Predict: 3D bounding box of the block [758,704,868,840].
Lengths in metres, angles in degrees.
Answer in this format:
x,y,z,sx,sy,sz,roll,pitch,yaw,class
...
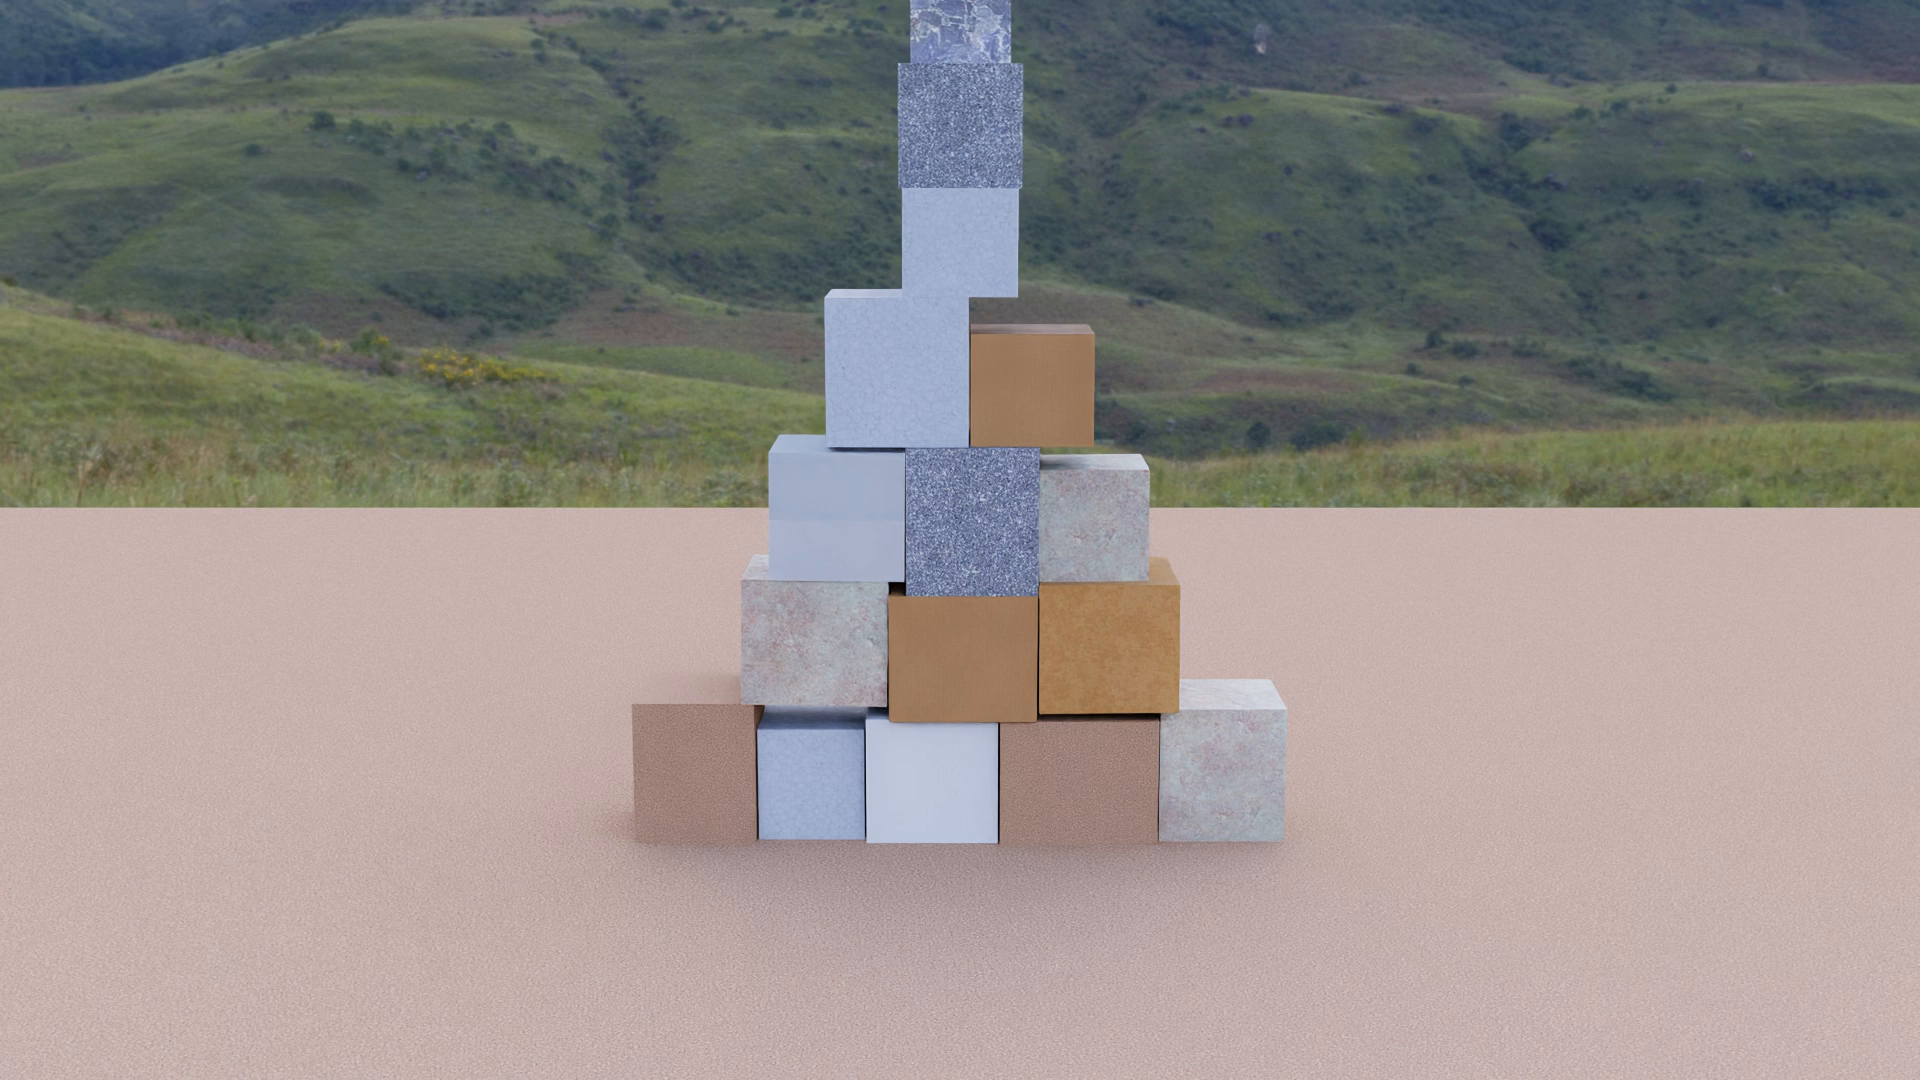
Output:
x,y,z,sx,sy,sz,roll,pitch,yaw,class
-0.753,1.193,11.392,0.540,0.576,0.515,0,10,0,block

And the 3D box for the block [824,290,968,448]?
x,y,z,sx,sy,sz,roll,pitch,yaw,class
-0.307,-0.870,11.019,0.698,0.731,0.624,0,10,0,block

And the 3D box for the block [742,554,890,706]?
x,y,z,sx,sy,sz,roll,pitch,yaw,class
-0.723,0.455,11.259,0.729,0.636,0.672,1,10,0,block

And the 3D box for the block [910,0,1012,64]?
x,y,z,sx,sy,sz,roll,pitch,yaw,class
0.004,-2.557,10.704,0.479,0.477,0.464,0,10,0,block

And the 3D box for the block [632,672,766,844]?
x,y,z,sx,sy,sz,roll,pitch,yaw,class
-1.338,1.117,11.392,0.611,0.726,0.668,0,10,0,block

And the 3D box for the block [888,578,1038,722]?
x,y,z,sx,sy,sz,roll,pitch,yaw,class
0.015,0.531,11.260,0.739,0.640,0.706,0,10,0,block

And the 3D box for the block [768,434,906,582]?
x,y,z,sx,sy,sz,roll,pitch,yaw,class
-0.605,-0.170,11.132,0.670,0.638,0.666,1,10,0,block

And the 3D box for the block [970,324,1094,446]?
x,y,z,sx,sy,sz,roll,pitch,yaw,class
0.354,-0.784,11.044,0.605,0.552,0.596,0,10,0,block

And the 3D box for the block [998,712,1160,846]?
x,y,z,sx,sy,sz,roll,pitch,yaw,class
0.599,1.160,11.391,0.796,0.641,0.713,0,10,0,block

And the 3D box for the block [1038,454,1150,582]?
x,y,z,sx,sy,sz,roll,pitch,yaw,class
0.665,-0.118,11.170,0.547,0.561,0.551,-1,10,0,block

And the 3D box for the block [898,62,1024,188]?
x,y,z,sx,sy,sz,roll,pitch,yaw,class
0.003,-2.034,10.811,0.598,0.590,0.524,0,10,0,block

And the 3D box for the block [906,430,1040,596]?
x,y,z,sx,sy,sz,roll,pitch,yaw,class
0.061,-0.150,11.160,0.654,0.736,0.741,0,10,0,block

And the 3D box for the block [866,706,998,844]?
x,y,z,sx,sy,sz,roll,pitch,yaw,class
-0.141,1.156,11.410,0.664,0.643,0.685,0,10,0,block

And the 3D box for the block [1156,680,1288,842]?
x,y,z,sx,sy,sz,roll,pitch,yaw,class
1.325,1.133,11.402,0.636,0.690,0.629,0,10,0,block

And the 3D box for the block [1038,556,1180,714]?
x,y,z,sx,sy,sz,roll,pitch,yaw,class
0.741,0.478,11.275,0.699,0.650,0.749,-1,10,0,block

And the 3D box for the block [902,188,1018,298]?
x,y,z,sx,sy,sz,roll,pitch,yaw,class
0.001,-1.484,10.894,0.562,0.522,0.547,0,10,0,block
